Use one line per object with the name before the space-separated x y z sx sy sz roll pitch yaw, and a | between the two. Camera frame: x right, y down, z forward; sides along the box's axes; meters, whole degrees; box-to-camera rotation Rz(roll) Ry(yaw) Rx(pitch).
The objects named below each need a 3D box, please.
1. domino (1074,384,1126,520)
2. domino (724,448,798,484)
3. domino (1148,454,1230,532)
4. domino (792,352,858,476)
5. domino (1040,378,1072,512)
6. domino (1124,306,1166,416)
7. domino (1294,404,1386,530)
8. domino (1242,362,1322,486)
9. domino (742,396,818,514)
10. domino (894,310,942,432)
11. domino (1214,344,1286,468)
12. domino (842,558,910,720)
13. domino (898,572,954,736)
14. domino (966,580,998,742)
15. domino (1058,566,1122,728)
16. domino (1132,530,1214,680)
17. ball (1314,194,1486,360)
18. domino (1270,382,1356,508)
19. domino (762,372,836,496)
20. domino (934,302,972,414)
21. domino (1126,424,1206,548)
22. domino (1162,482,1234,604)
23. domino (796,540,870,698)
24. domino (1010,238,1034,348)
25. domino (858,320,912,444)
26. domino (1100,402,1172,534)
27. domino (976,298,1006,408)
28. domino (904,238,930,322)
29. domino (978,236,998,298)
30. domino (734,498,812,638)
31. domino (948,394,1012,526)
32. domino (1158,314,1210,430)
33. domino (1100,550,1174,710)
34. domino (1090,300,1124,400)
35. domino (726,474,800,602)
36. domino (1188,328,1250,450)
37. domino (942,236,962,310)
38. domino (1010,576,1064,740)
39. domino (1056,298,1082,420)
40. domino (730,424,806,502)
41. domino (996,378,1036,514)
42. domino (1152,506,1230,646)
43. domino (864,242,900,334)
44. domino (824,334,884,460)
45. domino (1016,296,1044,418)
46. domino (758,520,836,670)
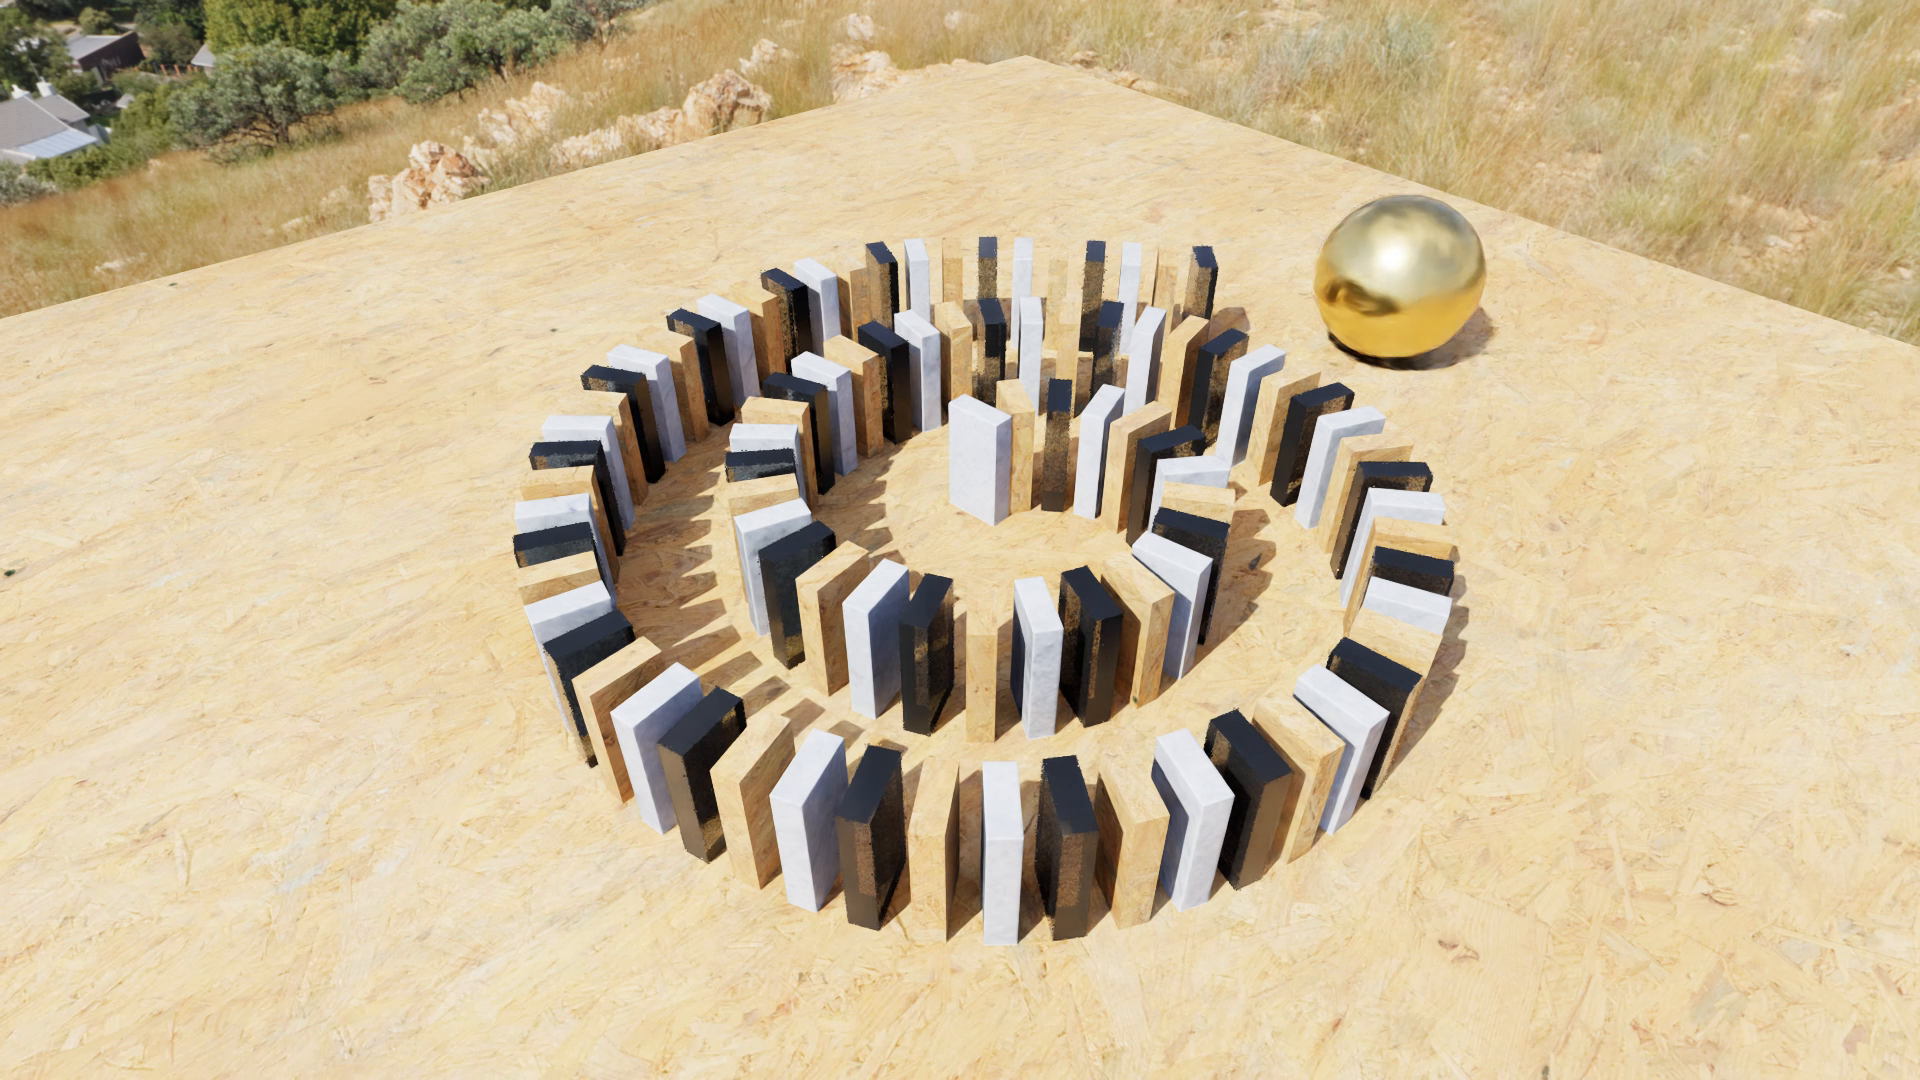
domino | 0.058 -0.036 0.456 0.010 0.050 0.025 17 42 20
domino | -0.075 -0.011 0.425 0.025 0.050 0.010 -4 40 -5
domino | 0.086 -0.009 0.422 0.025 0.050 0.009 -5 40 -6
domino | -0.059 -0.054 0.478 0.025 0.050 0.009 25 45 27
domino | 0.040 -0.039 0.459 0.010 0.050 0.025 4 39 5
domino | 0.085 -0.079 0.508 0.009 0.050 0.025 14 41 17
domino | 0.154 -0.029 0.447 0.025 0.050 0.009 -13 41 -15
domino | 0.138 -0.049 0.472 0.025 0.050 0.009 -22 44 -25
domino | -0.074 -0.034 0.453 0.025 0.050 0.010 7 40 9
domino | -0.019 -0.077 0.506 0.010 0.050 0.025 -21 44 -23
domino | 0.127 -0.058 0.483 0.025 0.050 0.009 -27 47 -29
domino | -0.027 0.034 0.370 0.009 0.050 0.025 19 43 22
domino | -0.011 0.038 0.365 0.009 0.050 0.025 12 41 14
domino | 0.007 0.041 0.362 0.009 0.050 0.025 1 39 1
domino | 0.042 0.036 0.367 0.010 0.050 0.025 -14 41 -17
domino | 0.071 0.023 0.383 0.025 0.050 0.010 25 46 28
ball | 0.218 -0.130 0.547 0.080 0.080 0.080 0 39 0
domino | 0.147 -0.039 0.460 0.025 0.050 0.009 -18 43 -21
domino | -0.068 -0.045 0.466 0.025 0.050 0.010 17 42 20
domino | -0.003 -0.082 0.512 0.009 0.050 0.025 -12 41 -15
domino | 0.081 -0.019 0.435 0.025 0.050 0.009 -17 42 -20
domino | 0.085 0.003 0.408 0.025 0.050 0.009 8 40 9
domino | -0.042 0.028 0.378 0.010 0.050 0.025 26 46 28
domino | 0.032 -0.127 0.566 0.010 0.050 0.025 3 39 3
domino | -0.034 -0.071 0.498 0.010 0.050 0.025 -27 47 -29
domino | 0.071 -0.029 0.447 0.025 0.050 0.009 -28 47 -30
domino | 0.015 -0.085 0.515 0.010 0.050 0.025 -5 40 -6
domino | -0.022 -0.126 0.566 0.009 0.050 0.025 -6 40 -7
domino | 0.014 -0.128 0.567 0.010 0.050 0.025 1 39 1
domino | -0.065 0.011 0.399 0.025 0.050 0.010 -17 42 -20
domino | 0.008 -0.032 0.451 0.025 0.050 0.009 30 48 31
domino | 0.101 -0.074 0.502 0.009 0.050 0.025 23 44 25
domino | 0.058 0.031 0.374 0.009 0.050 0.025 -22 44 -25
domino | 0.068 -0.083 0.512 0.010 0.050 0.025 9 40 11
domino | -0.071 0.000 0.412 0.025 0.050 0.009 -9 40 -11
domino | 0.115 -0.067 0.493 0.009 0.050 0.025 31 49 32
domino | -0.004 -0.127 0.567 0.010 0.050 0.025 -2 39 -2
domino | 0.025 0.039 0.363 0.009 0.050 0.025 -7 40 -9
domino | 0.050 -0.085 0.515 0.009 0.050 0.025 4 40 5
domino | -0.075 -0.023 0.439 0.025 0.050 0.010 1 39 1
domino | 0.022 -0.039 0.459 0.009 0.050 0.025 -8 40 -10
domino | 0.080 0.013 0.395 0.025 0.050 0.009 15 42 18
domino | -0.039 -0.124 0.562 0.010 0.050 0.025 -13 41 -15
domino | -0.047 -0.063 0.489 0.025 0.050 0.010 31 49 32
domino | 0.032 -0.085 0.516 0.010 0.050 0.025 0 39 0
domino | -0.055 0.020 0.387 0.025 0.050 0.010 -30 48 -31
